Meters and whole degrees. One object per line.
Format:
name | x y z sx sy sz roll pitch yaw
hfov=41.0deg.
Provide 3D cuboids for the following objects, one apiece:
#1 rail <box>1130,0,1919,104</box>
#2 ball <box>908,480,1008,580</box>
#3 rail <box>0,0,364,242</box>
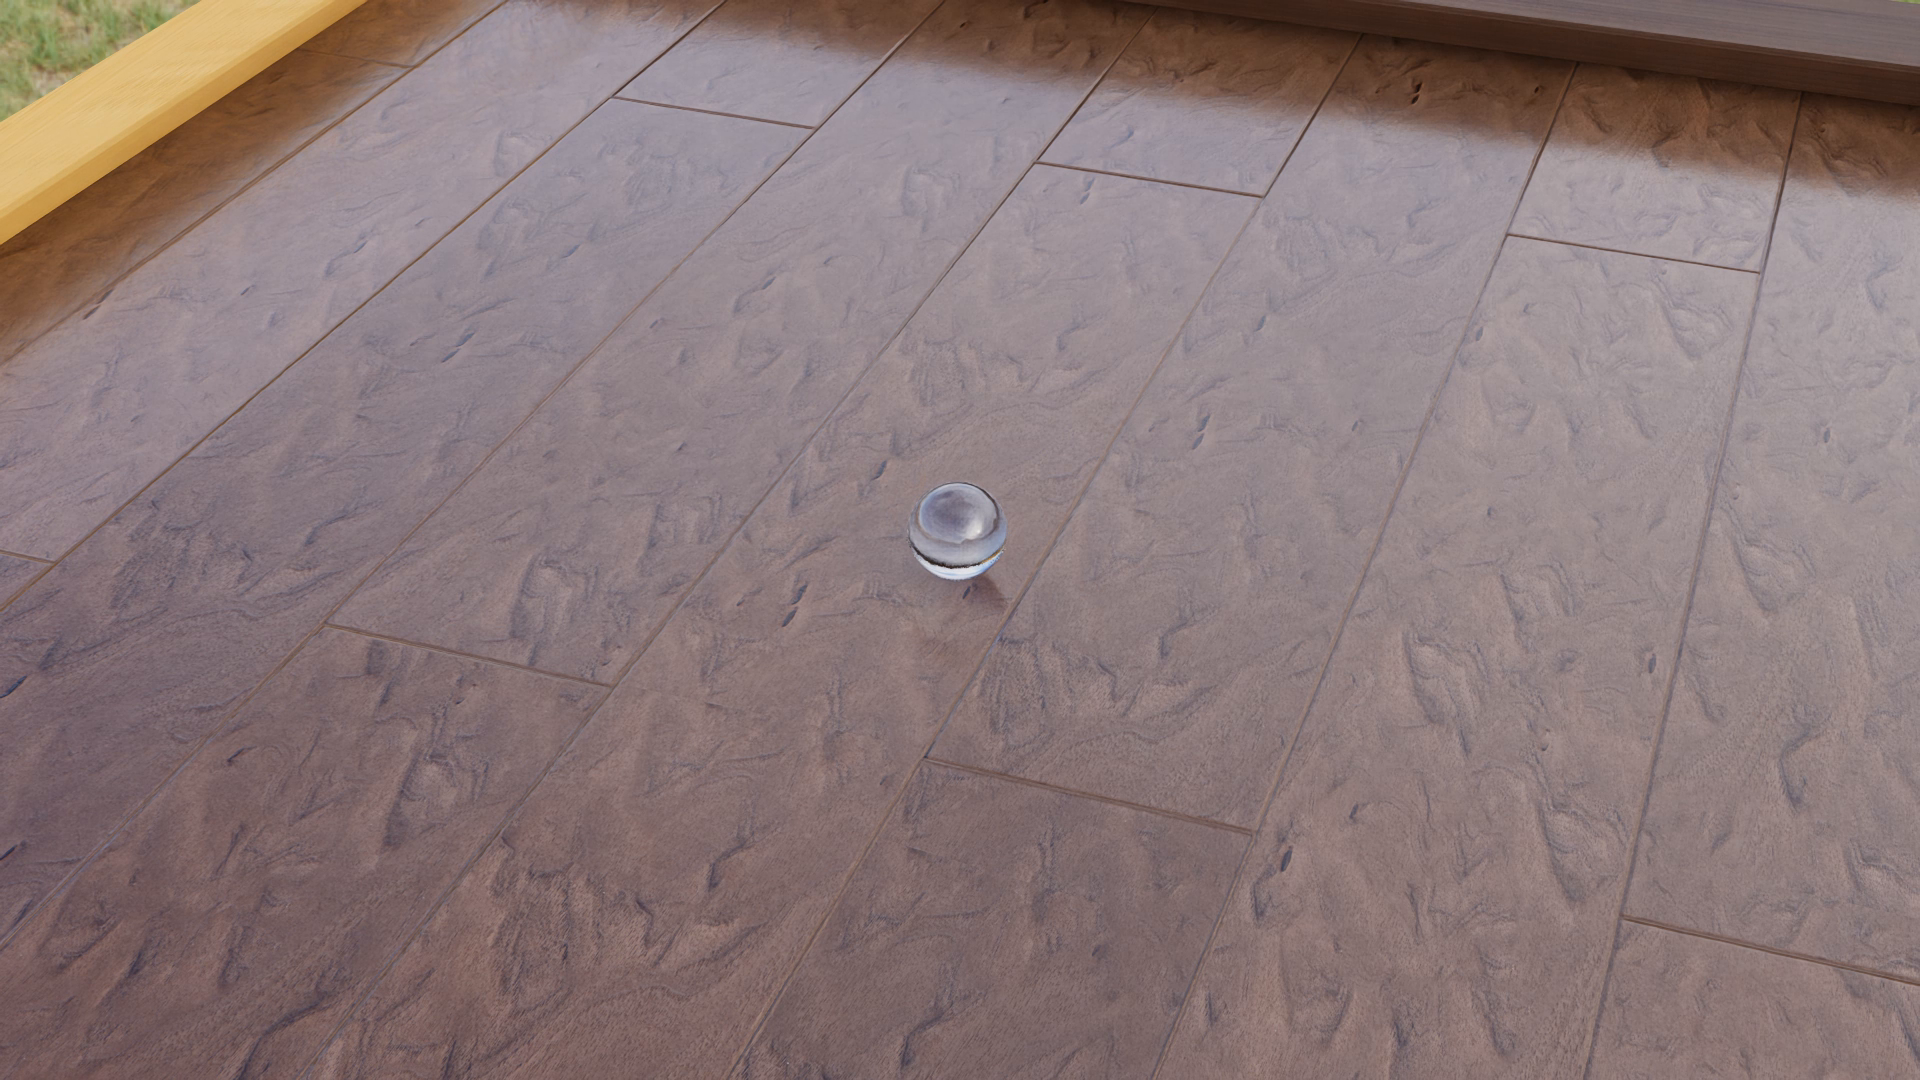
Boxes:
rail | 1.450 -0.441 2.677 4.408 0.114 0.045 11 35 17
ball | -0.002 -0.007 2.046 0.079 0.079 0.079 0 33 0
rail | -1.014 -0.224 2.344 0.045 0.114 2.476 11 35 17
